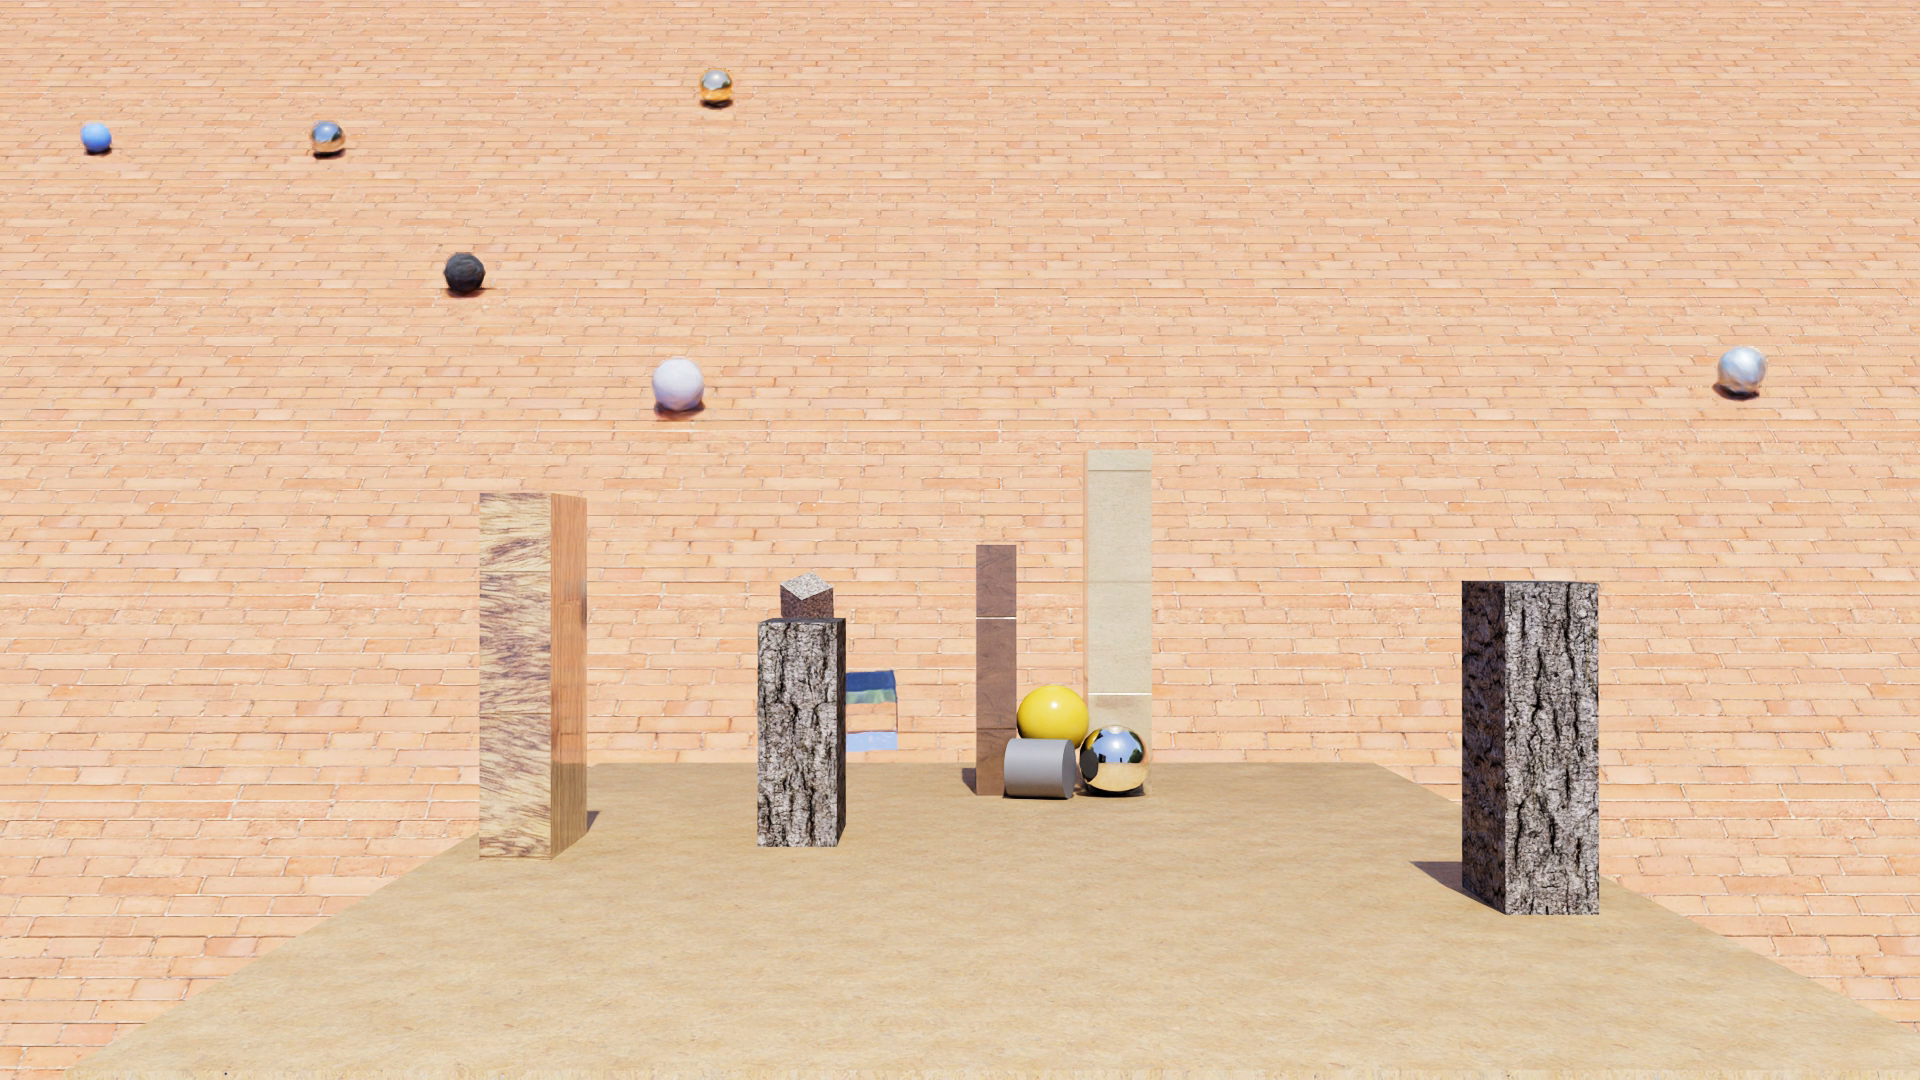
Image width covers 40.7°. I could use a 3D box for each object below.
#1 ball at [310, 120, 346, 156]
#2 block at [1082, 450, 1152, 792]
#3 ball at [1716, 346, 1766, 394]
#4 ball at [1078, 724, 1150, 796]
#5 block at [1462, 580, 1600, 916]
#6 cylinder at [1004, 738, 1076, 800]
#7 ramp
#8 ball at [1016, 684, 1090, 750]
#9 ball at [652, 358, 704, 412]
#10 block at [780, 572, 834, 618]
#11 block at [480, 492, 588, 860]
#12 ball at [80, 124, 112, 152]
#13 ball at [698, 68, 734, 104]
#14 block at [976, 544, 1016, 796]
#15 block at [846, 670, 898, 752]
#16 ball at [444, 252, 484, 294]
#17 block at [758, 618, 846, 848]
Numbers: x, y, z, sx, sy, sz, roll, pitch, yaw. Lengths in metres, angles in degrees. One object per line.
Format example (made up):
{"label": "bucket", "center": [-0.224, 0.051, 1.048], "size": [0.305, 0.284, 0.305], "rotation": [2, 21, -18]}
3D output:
{"label": "ball", "center": [-2.529, -1.607, 10.357], "size": [0.137, 0.137, 0.137], "rotation": [0, 31, 0]}
{"label": "block", "center": [0.360, 0.183, 5.947], "size": [0.143, 0.772, 0.246], "rotation": [0, 0, 0]}
{"label": "ball", "center": [2.594, -0.563, 8.597], "size": [0.155, 0.155, 0.155], "rotation": [0, 31, 0]}
{"label": "ball", "center": [0.342, 0.488, 5.743], "size": [0.159, 0.159, 0.159], "rotation": [0, 31, 0]}
{"label": "block", "center": [0.879, 0.311, 4.010], "size": [0.139, 0.493, 0.332], "rotation": [0, 0, 0]}
{"label": "cylinder", "center": [0.177, 0.503, 5.697], "size": [0.130, 0.130, 0.130], "rotation": [0, 30, 17]}
{"label": "ramp", "center": [0.069, 0.612, 4.684], "size": [2.000, 0.100, 4.000], "rotation": [0, 0, 0]}
{"label": "ball", "center": [0.208, 0.406, 5.803], "size": [0.164, 0.164, 0.164], "rotation": [0, 31, 0]}
{"label": "ball", "center": [-0.923, -0.509, 8.489], "size": [0.173, 0.173, 0.173], "rotation": [0, 31, 0]}
{"label": "block", "center": [-0.438, 0.176, 7.408], "size": [0.109, 0.109, 0.109], "rotation": [-22, 37, -32]}
{"label": "block", "center": [-0.779, 0.241, 4.752], "size": [0.125, 0.644, 0.443], "rotation": [0, 0, 0]}
{"label": "ball", "center": [-3.464, -1.613, 10.386], "size": [0.117, 0.117, 0.117], "rotation": [0, 31, 0]}
{"label": "ball", "center": [-1.020, -1.896, 10.828], "size": [0.148, 0.148, 0.148], "rotation": [0, 31, 0]}
{"label": "block", "center": [0.081, 0.290, 5.937], "size": [0.090, 0.558, 0.361], "rotation": [0, 0, 0]}
{"label": "block", "center": [-0.246, 0.455, 6.901], "size": [0.152, 0.152, 0.152], "rotation": [-3, 31, -4]}
{"label": "ball", "center": [-1.772, -0.955, 9.263], "size": [0.143, 0.143, 0.143], "rotation": [0, 31, 0]}
{"label": "block", "center": [-0.299, 0.358, 4.941], "size": [0.145, 0.411, 0.393], "rotation": [0, 0, 0]}
